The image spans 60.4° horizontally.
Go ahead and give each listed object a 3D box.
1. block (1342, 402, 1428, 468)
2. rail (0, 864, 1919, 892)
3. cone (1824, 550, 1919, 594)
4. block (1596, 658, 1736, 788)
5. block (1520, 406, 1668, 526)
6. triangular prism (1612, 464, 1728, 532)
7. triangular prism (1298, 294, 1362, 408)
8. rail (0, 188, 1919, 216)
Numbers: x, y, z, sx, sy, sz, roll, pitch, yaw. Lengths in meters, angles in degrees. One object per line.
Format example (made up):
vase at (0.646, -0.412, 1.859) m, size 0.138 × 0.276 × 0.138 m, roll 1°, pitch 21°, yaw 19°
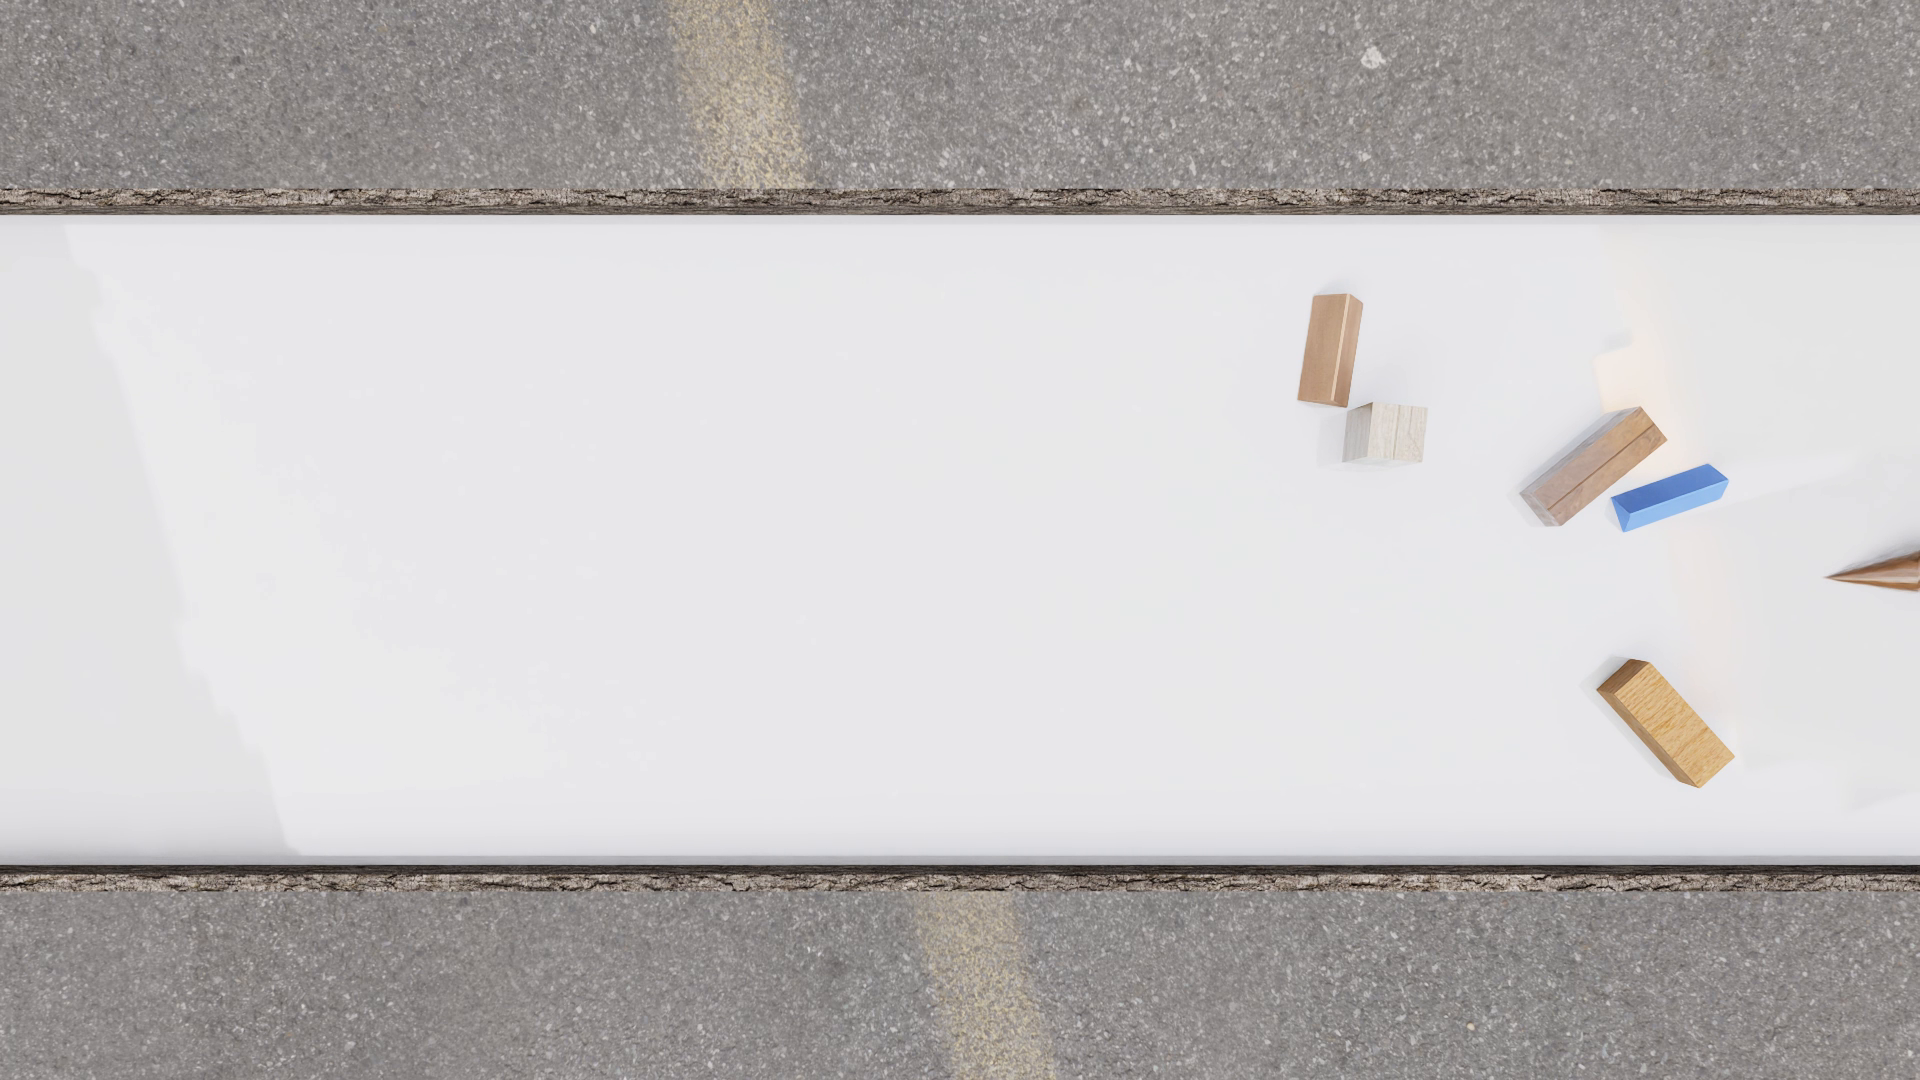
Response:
block at (1.259, -0.309, 4.904) m, size 0.159 × 0.342 × 0.159 m, roll 6°, pitch 90°, yaw 1°
rail at (-2.247, 1.025, 5.001) m, size 12.000 × 0.150 × 0.050 m, roll 0°, pitch 90°, yaw 0°
cone at (2.815, 0.106, 5.037) m, size 0.337 × 0.162 × 0.162 m, roll -4°, pitch 90°, yaw 14°
block at (2.139, 0.554, 5.005) m, size 0.144 × 0.144 × 0.381 m, roll -42°, pitch 90°, yaw 0°
block at (1.922, -0.221, 5.011) m, size 0.412 × 0.131 × 0.131 m, roll -39°, pitch 90°, yaw 0°
triangular prism at (2.171, -0.128, 5.025) m, size 0.316 × 0.098 × 0.113 m, roll -19°, pitch 90°, yaw 0°
triangular prism at (1.139, -0.579, 5.007) m, size 0.152 × 0.132 × 0.324 m, roll 9°, pitch 90°, yaw 0°
rail at (-2.247, -1.025, 5.002) m, size 12.000 × 0.150 × 0.050 m, roll 0°, pitch 90°, yaw 0°
